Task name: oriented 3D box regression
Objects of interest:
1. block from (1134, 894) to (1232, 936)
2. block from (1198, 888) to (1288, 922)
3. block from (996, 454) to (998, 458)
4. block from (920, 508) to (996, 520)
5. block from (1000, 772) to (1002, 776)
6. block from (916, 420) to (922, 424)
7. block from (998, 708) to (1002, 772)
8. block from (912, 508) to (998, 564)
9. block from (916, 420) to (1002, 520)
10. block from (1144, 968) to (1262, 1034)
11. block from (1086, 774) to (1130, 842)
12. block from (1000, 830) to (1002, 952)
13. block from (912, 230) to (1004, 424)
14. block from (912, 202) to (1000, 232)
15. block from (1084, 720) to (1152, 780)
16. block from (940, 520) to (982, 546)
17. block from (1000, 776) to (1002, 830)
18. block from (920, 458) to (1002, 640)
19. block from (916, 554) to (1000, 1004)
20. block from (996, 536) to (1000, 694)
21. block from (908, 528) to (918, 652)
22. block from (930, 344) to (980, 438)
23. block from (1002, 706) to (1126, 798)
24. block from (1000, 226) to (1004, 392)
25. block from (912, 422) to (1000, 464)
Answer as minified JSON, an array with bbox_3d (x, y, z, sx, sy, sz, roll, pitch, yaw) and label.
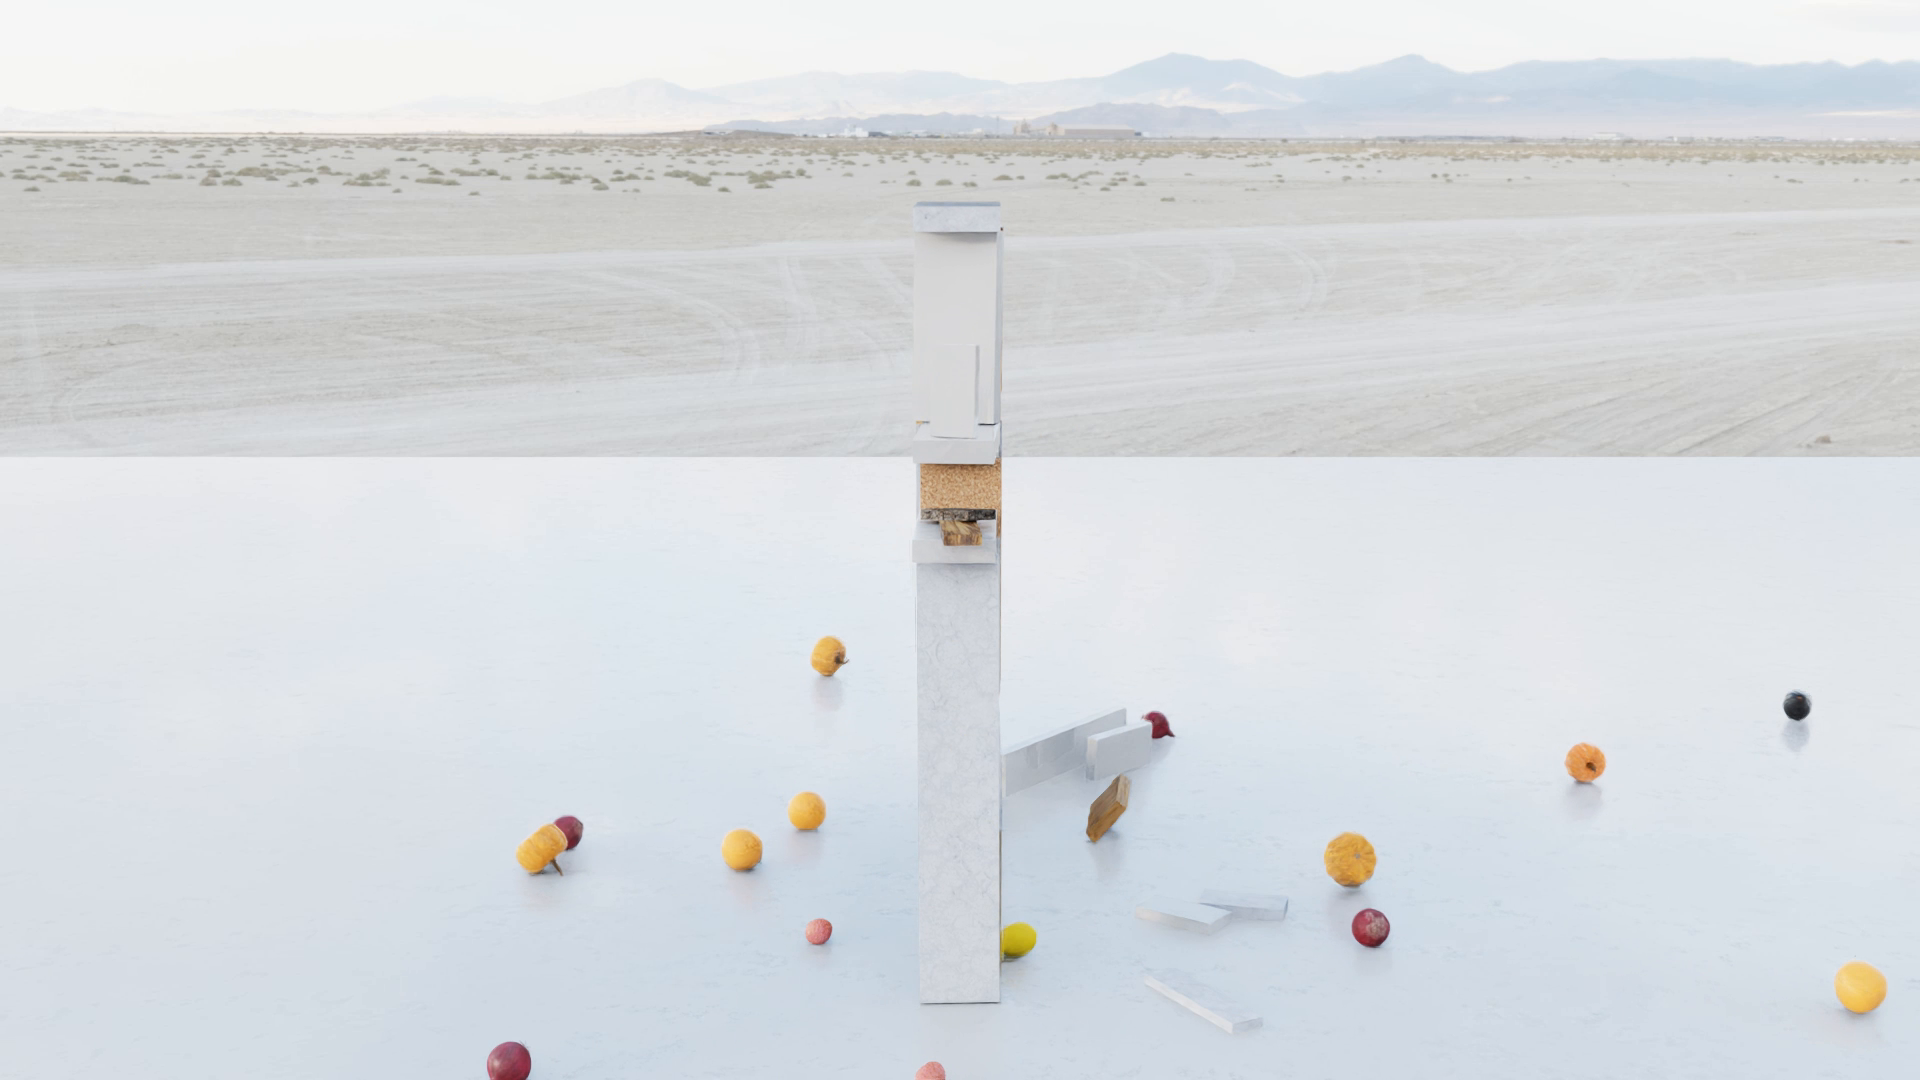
[{"bbox_3d":[0.359,0.603,3.543,0.139,0.020,0.069,8,13,35],"label":"block"},{"bbox_3d":[0.462,0.595,3.587,0.139,0.020,0.069,3,11,15],"label":"block"},{"bbox_3d":[0.000,-0.030,3.499,0.122,0.244,0.035,1,11,4],"label":"block"},{"bbox_3d":[-0.003,-0.037,3.189,0.053,0.015,0.106,-3,3,-40],"label":"block"},{"bbox_3d":[0.003,0.484,3.543,0.127,0.255,0.036,0,11,0],"label":"block"},{"bbox_3d":[-0.001,-0.230,3.653,0.135,0.038,0.271,0,10,1],"label":"block"},{"bbox_3d":[0.002,0.325,3.599,0.127,0.036,0.255,0,11,0],"label":"block"},{"bbox_3d":[-0.006,-0.007,3.209,0.117,0.033,0.233,0,12,2],"label":"block"},{"bbox_3d":[-0.002,-0.060,3.589,0.135,0.271,0.038,-1,9,-8],"label":"block"},{"bbox_3d":[0.353,0.669,3.202,0.053,0.015,0.217,-6,12,-29],"label":"block"},{"bbox_3d":[0.270,0.487,4.005,0.024,0.085,0.170,41,12,-2],"label":"block"},{"bbox_3d":[0.003,0.538,3.304,0.118,0.236,0.033,0,10,0],"label":"block"},{"bbox_3d":[-0.004,-0.336,3.465,0.135,0.300,0.038,3,8,17],"label":"block"},{"bbox_3d":[-0.003,-0.516,3.502,0.135,0.038,0.269,0,10,1],"label":"block"},{"bbox_3d":[0.316,0.417,4.362,0.024,0.085,0.170,16,19,42],"label":"block"},{"bbox_3d":[0.000,-0.010,3.104,0.053,0.015,0.106,-1,12,-4],"label":"block"},{"bbox_3d":[0.004,0.391,3.358,0.118,0.033,0.236,0,11,0],"label":"block"},{"bbox_3d":[0.002,0.046,3.354,0.122,0.343,0.035,0,9,2],"label":"block"},{"bbox_3d":[-0.002,0.347,3.190,0.117,0.653,0.033,0,5,-2],"label":"block"},{"bbox_3d":[0.002,0.113,3.293,0.117,0.233,0.033,0,3,0],"label":"block"},{"bbox_3d":[-0.018,0.241,4.093,0.114,0.534,0.032,-4,1,-22],"label":"block"},{"bbox_3d":[-0.008,-0.224,3.299,0.069,0.139,0.020,3,8,18],"label":"block"},{"bbox_3d":[0.204,0.416,4.370,0.024,0.085,0.432,8,13,36],"label":"block"},{"bbox_3d":[0.003,-0.381,3.621,0.135,0.269,0.038,0,12,0],"label":"block"},{"bbox_3d":[-0.003,-0.152,3.392,0.122,0.035,0.244,1,10,3],"label":"block"}]
